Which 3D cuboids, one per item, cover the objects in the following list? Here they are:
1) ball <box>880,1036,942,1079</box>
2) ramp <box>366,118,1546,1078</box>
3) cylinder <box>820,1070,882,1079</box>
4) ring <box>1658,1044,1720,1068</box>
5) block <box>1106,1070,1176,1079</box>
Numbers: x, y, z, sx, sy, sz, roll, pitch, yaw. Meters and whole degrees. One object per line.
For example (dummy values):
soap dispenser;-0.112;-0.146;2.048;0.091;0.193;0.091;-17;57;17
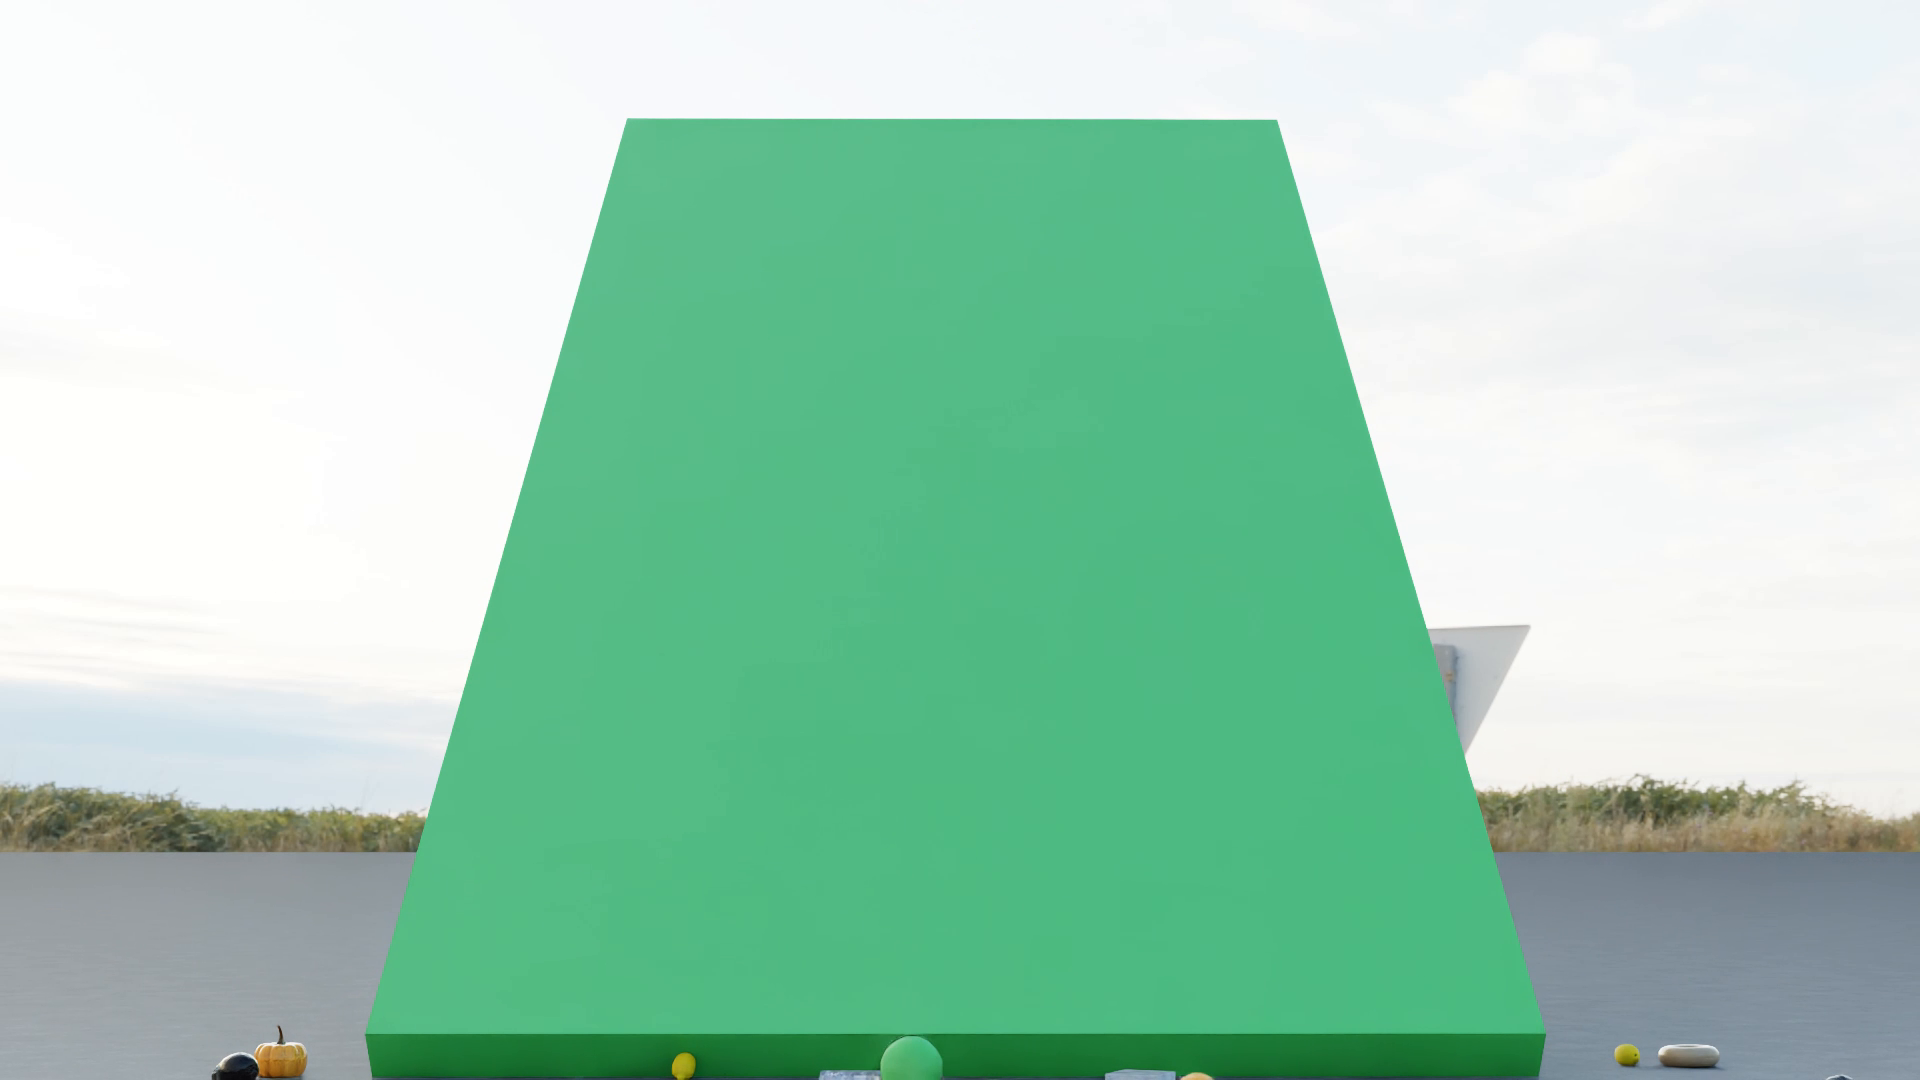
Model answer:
ball;-0.063;0.688;3.191;0.082;0.082;0.082;0;-7;0
ramp;-0.015;-0.188;5.864;2.000;0.100;4.000;0;32;0
cylinder;-0.147;0.771;3.356;0.087;0.087;0.087;0;-7;3
ring;1.311;0.929;4.406;0.107;0.036;0.107;-1;-8;0
block;0.254;0.788;3.446;0.076;0.076;0.076;-3;-8;25
